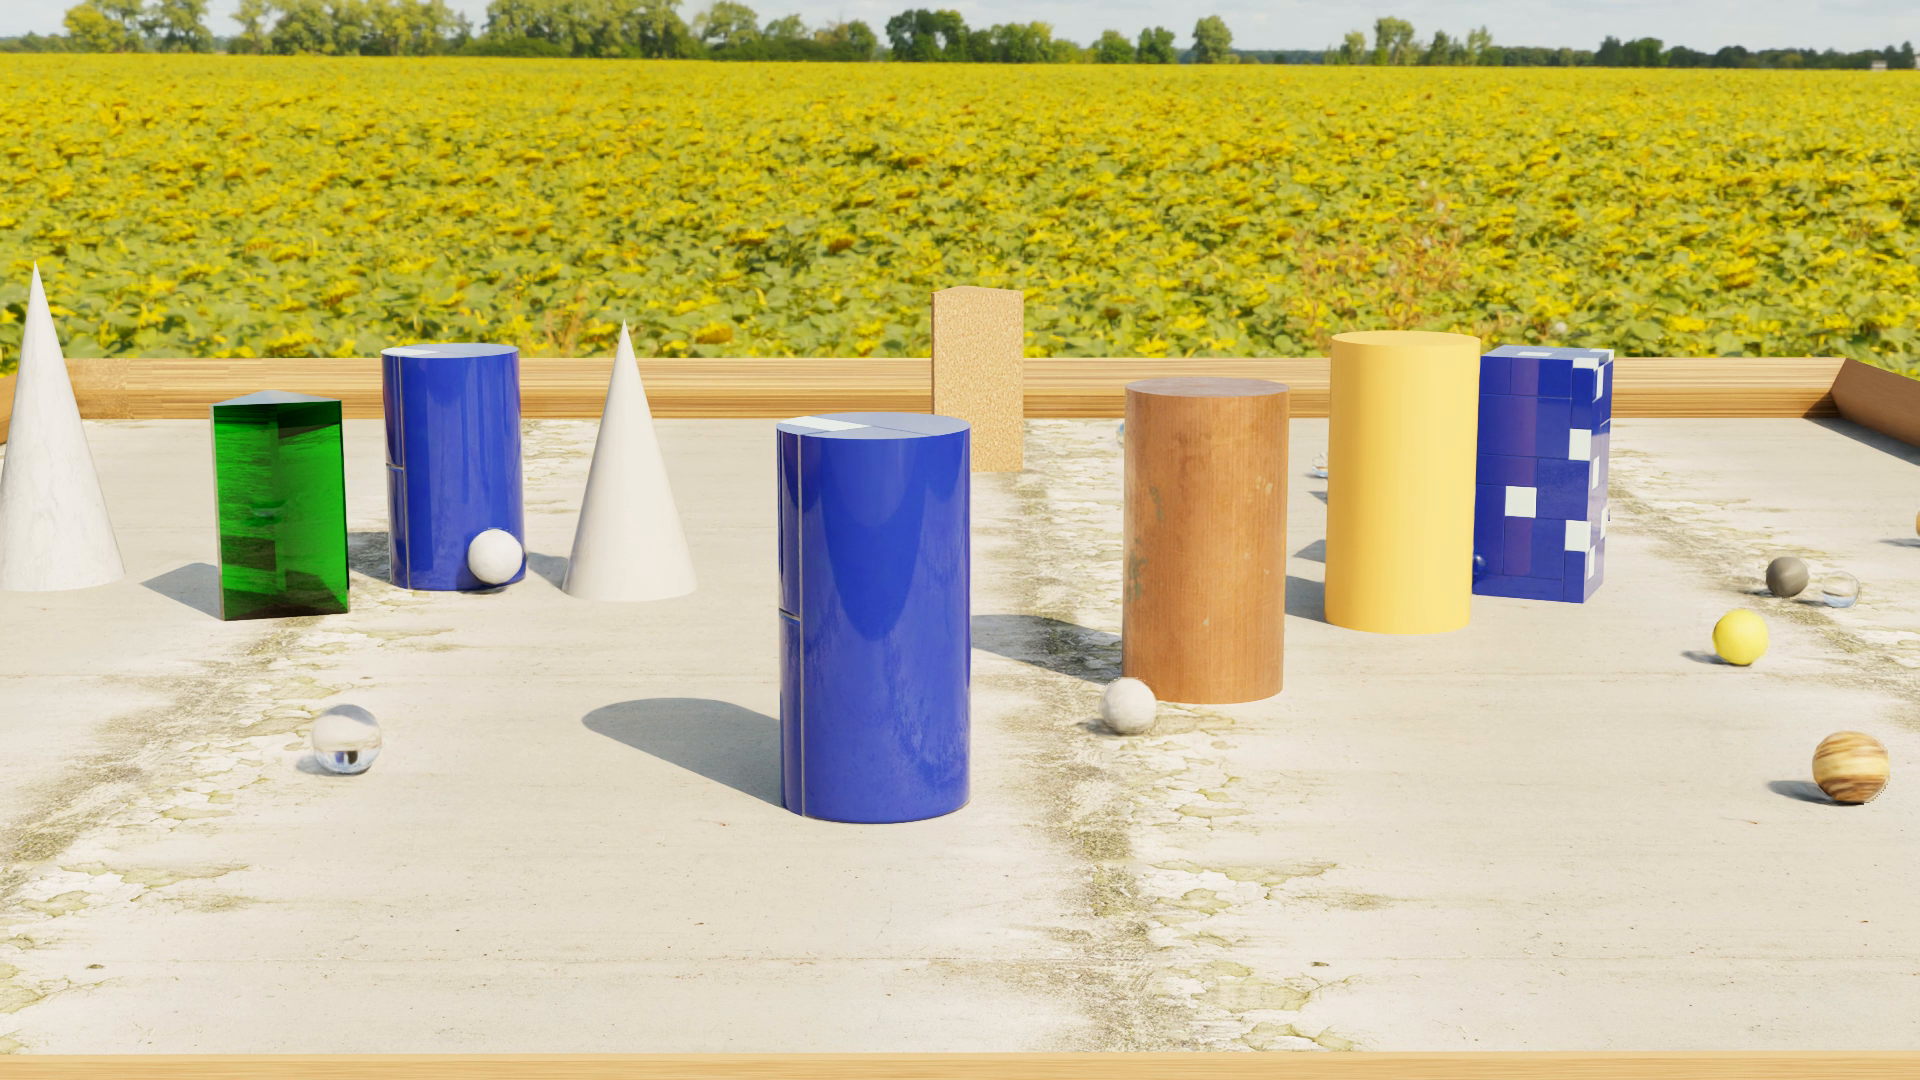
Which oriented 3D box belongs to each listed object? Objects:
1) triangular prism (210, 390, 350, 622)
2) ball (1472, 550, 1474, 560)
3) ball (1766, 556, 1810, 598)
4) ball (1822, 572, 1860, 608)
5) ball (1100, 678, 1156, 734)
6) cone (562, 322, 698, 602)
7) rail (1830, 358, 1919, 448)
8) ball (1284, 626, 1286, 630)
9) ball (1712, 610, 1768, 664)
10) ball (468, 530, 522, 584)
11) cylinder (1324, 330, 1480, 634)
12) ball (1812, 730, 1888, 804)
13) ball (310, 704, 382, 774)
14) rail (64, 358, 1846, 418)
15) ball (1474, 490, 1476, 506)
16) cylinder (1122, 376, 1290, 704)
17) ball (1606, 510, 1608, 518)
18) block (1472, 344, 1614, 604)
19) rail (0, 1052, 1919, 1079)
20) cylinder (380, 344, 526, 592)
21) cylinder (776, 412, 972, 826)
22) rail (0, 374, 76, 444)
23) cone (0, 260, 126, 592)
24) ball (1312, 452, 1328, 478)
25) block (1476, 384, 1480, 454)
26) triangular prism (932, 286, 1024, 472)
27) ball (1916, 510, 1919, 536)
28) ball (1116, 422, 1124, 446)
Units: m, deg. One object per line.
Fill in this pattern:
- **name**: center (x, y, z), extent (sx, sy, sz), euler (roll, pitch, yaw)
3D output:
- **triangular prism**: center (-0.918, -0.051, 3.456), extent (0.166, 0.287, 0.143), euler (-3, 11, -18)
- **ball**: center (0.752, 0.029, 3.698), extent (0.040, 0.040, 0.040), euler (0, 11, 0)
- **ball**: center (1.140, 0.051, 3.536), extent (0.058, 0.058, 0.058), euler (0, 11, 0)
- **ball**: center (1.190, 0.067, 3.466), extent (0.050, 0.050, 0.050), euler (0, 11, 0)
- **ball**: center (0.185, 0.183, 2.815), extent (0.062, 0.062, 0.062), euler (0, 11, 0)
- **cone**: center (-0.463, -0.119, 3.571), extent (0.191, 0.379, 0.191), euler (0, 11, 0)
- **rail**: center (1.823, 0.030, 3.460), extent (0.045, 0.124, 3.784), euler (0, 11, 0)
- **ball**: center (0.357, 0.108, 3.153), extent (0.084, 0.084, 0.084), euler (0, 11, 0)
- **ball**: center (0.956, 0.120, 3.143), extent (0.066, 0.066, 0.066), euler (0, 11, 0)
- **ball**: center (-0.643, 0.023, 3.549), extent (0.076, 0.076, 0.076), euler (0, 11, 0)
- **cylinder**: center (0.579, -0.079, 3.369), extent (0.191, 0.373, 0.191), euler (0, 11, 0)
- **ball**: center (0.887, 0.225, 2.555), extent (0.073, 0.073, 0.073), euler (0, 11, 0)
- **ball**: center (-0.635, 0.206, 2.658), extent (0.072, 0.072, 0.072), euler (0, 11, 0)
- **rail**: center (-0.011, -0.310, 5.286), extent (3.693, 0.124, 0.045), euler (0, 11, 0)
- **ball**: center (0.817, -0.044, 3.940), extent (0.096, 0.096, 0.096), euler (0, 11, 0)
- **cylinder**: center (0.287, -0.003, 3.010), extent (0.191, 0.356, 0.191), euler (0, 11, 0)
- **ball**: center (1.000, -0.041, 4.056), extent (0.047, 0.047, 0.047), euler (0, 11, 0)
- **block**: center (0.811, -0.095, 3.567), extent (0.153, 0.332, 0.153), euler (5, 11, 23)
- **rail**: center (0.011, 0.374, 1.612), extent (3.693, 0.124, 0.045), euler (0, 11, 0)
- **cylinder**: center (-0.717, -0.106, 3.638), extent (0.191, 0.328, 0.191), euler (0, 11, 0)
- **cylinder**: center (-0.084, 0.073, 2.540), extent (0.191, 0.378, 0.191), euler (0, 11, 0)
- **rail**: center (-1.823, 0.034, 3.439), extent (0.045, 0.124, 3.784), euler (0, 11, 0)
- **cone**: center (-1.295, -0.169, 3.634), extent (0.191, 0.454, 0.191), euler (0, 11, 0)
- **ball**: center (0.647, -0.133, 4.558), extent (0.045, 0.045, 0.045), euler (0, 11, 0)
- **block**: center (0.842, -0.155, 4.121), extent (0.153, 0.248, 0.153), euler (-1, 11, -6)
- **triangular prism**: center (0.019, -0.295, 4.664), extent (0.166, 0.324, 0.143), euler (-2, 11, -10)
- **ball**: center (1.490, -0.026, 3.893), extent (0.077, 0.077, 0.077), euler (0, 11, 0)
- **ball**: center (0.324, -0.203, 4.920), extent (0.050, 0.050, 0.050), euler (0, 11, 0)
